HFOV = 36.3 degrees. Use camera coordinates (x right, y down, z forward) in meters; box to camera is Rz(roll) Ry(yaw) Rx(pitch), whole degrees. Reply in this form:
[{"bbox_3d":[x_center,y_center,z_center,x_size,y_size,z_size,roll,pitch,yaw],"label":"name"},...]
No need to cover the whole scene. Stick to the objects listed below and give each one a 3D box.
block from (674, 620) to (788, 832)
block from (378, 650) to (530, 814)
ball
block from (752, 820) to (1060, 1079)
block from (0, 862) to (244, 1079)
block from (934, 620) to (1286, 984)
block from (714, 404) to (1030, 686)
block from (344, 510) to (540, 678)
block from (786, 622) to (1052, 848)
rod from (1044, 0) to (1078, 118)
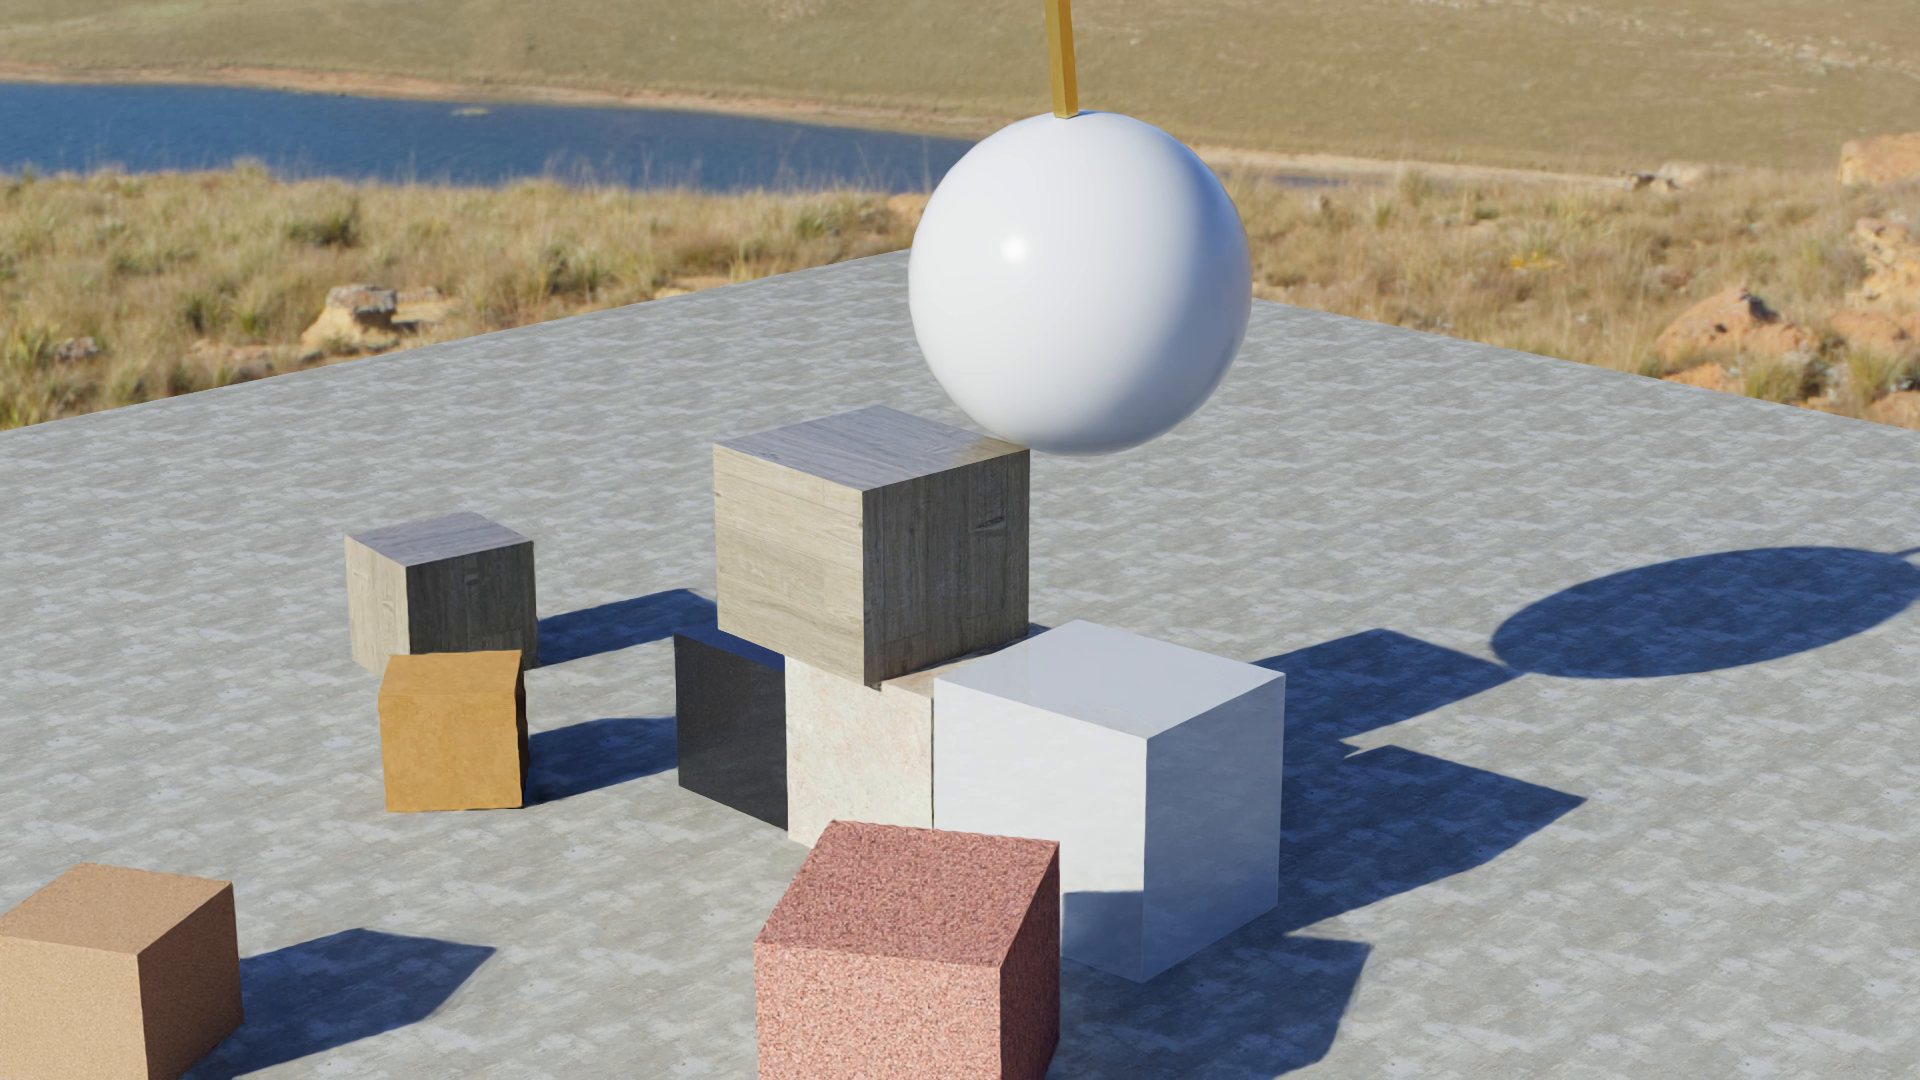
[{"bbox_3d":[-0.760,0.825,14.382,0.919,0.803,0.860,-17,24,-42],"label":"block"},{"bbox_3d":[-2.470,0.932,14.360,0.647,0.600,0.587,-2,18,-4],"label":"block"},{"bbox_3d":[0.554,-1.183,13.551,1.600,1.600,1.600,0,17,0],"label":"ball"},{"bbox_3d":[-0.179,1.737,11.248,0.926,0.882,1.041,4,21,13],"label":"block"},{"bbox_3d":[-3.378,1.753,11.715,0.703,0.630,0.711,5,18,16],"label":"block"},{"bbox_3d":[0.654,1.119,12.939,1.146,1.107,1.025,14,22,38],"label":"block"},{"bbox_3d":[-0.410,-0.001,13.638,1.016,0.908,1.055,-15,23,-40],"label":"block"},{"bbox_3d":[-2.836,0.335,16.058,0.767,0.732,0.722,-13,21,-35],"label":"block"},{"bbox_3d":[-0.093,0.942,13.751,0.963,0.957,1.068,17,24,42],"label":"block"},{"bbox_3d":[0.240,-4.305,12.240,0.080,5.200,0.080,17,31,42],"label":"rod"}]
